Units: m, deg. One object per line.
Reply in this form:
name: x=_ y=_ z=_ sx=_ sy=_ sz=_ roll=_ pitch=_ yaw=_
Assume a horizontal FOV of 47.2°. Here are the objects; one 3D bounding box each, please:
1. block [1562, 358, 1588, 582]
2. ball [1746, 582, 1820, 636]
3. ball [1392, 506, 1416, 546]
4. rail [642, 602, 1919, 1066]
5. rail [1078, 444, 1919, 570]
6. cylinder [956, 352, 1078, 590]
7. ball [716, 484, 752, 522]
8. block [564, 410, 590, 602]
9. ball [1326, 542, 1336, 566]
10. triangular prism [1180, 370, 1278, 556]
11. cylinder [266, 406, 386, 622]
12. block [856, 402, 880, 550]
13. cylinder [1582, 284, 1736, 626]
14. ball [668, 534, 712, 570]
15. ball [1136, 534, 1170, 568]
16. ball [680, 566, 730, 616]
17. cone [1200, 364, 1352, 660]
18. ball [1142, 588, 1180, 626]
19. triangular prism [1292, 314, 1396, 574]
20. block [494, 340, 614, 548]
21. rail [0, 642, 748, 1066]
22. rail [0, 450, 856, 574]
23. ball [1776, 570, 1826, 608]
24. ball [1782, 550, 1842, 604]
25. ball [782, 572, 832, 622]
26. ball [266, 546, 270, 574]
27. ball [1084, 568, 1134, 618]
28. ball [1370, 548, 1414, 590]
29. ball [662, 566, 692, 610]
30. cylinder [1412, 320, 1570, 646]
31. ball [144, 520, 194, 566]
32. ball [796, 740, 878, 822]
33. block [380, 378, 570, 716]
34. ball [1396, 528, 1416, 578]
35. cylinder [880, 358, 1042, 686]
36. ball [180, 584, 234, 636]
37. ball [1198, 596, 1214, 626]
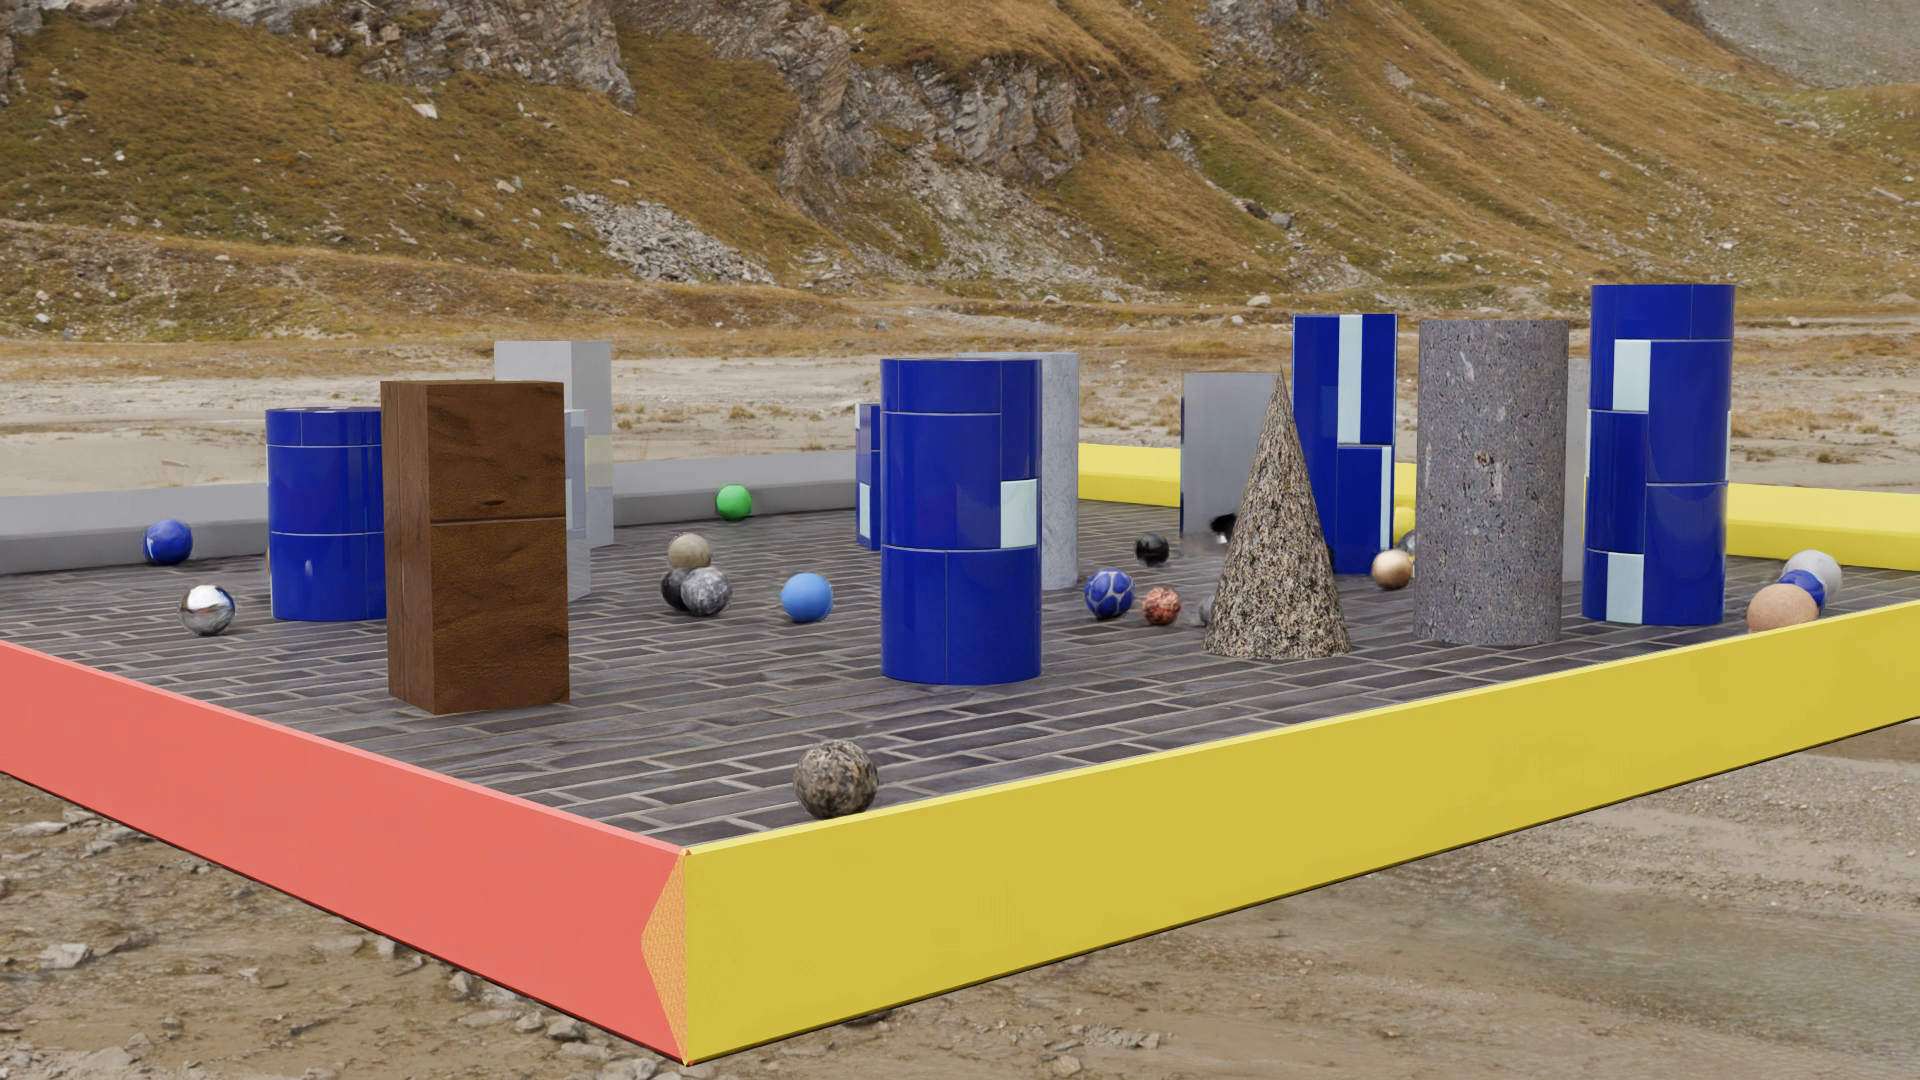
block: x=0.925 y=-0.119 z=3.664 sx=0.159 sy=0.365 sz=0.159 roll=-2 pitch=6 yaw=-23
ball: x=1.078 y=0.101 z=2.881 sx=0.090 sy=0.090 sz=0.090 roll=0 pitch=6 yaw=0
ball: x=0.840 y=-0.026 z=4.178 sx=0.075 sy=0.075 sz=0.075 roll=0 pitch=6 yaw=0
rail: x=0.932 y=0.138 z=2.327 sx=3.019 sy=0.129 sz=0.045 roll=-5 pitch=8 yaw=-42
rail: x=1.092 y=-0.071 z=4.334 sx=0.045 sy=0.129 sz=2.797 roll=-5 pitch=8 yaw=-42
cylinder: x=0.094 y=-0.116 z=3.585 sx=0.199 sy=0.376 sz=0.199 roll=0 pitch=6 yaw=0
ball: x=-0.479 y=-0.079 z=4.666 sx=0.078 sy=0.078 sz=0.078 roll=0 pitch=6 yaw=0
block: x=-0.674 y=-0.053 z=3.397 sx=0.159 sy=0.290 sz=0.159 roll=1 pitch=6 yaw=8
ball: x=0.605 y=0.030 z=3.717 sx=0.059 sy=0.059 sz=0.059 roll=0 pitch=6 yaw=0
triangular prism: x=0.487 y=-0.144 z=4.059 sx=0.172 sy=0.334 sz=0.149 roll=0 pitch=6 yaw=0
cylinder: x=-0.916 y=-0.042 z=3.241 sx=0.199 sy=0.301 sz=0.199 roll=0 pitch=6 yaw=0
block: x=-0.105 y=-0.124 z=4.177 sx=0.159 sy=0.269 sz=0.159 roll=-1 pitch=6 yaw=-13
cylinder: x=1.011 y=-0.127 z=3.187 sx=0.199 sy=0.481 sz=0.199 roll=0 pitch=6 yaw=0
ball: x=-0.453 y=0.026 z=3.691 sx=0.072 sy=0.072 sz=0.072 roll=0 pitch=6 yaw=0
ball: x=0.335 y=0.018 z=3.827 sx=0.059 sy=0.059 sz=0.059 roll=0 pitch=6 yaw=0
ball: x=-0.372 y=0.075 z=3.218 sx=0.072 sy=0.072 sz=0.072 roll=0 pitch=6 yaw=0
cone: x=0.419 y=-0.045 z=2.898 sx=0.199 sy=0.378 sz=0.199 roll=0 pitch=6 yaw=0
ball: x=0.286 y=0.094 z=3.121 sx=0.054 sy=0.054 sz=0.054 roll=0 pitch=6 yaw=0
triangular prism: x=0.668 y=-0.169 z=3.791 sx=0.172 sy=0.439 sz=0.149 roll=2 pitch=6 yaw=16
block: x=-0.764 y=-0.181 z=4.146 sx=0.159 sy=0.389 sz=0.159 roll=2 pitch=6 yaw=18
rail: x=-1.092 y=0.138 z=2.330 sx=0.045 sy=0.129 sz=2.797 roll=-5 pitch=8 yaw=-42
rail: x=-0.932 y=-0.071 z=4.337 sx=3.019 sy=0.129 sz=0.045 roll=-5 pitch=8 yaw=-42
ball: x=1.226 y=0.077 z=3.210 sx=0.069 sy=0.069 sz=0.069 roll=0 pitch=6 yaw=0
ball: x=1.290 y=0.057 z=3.331 sx=0.084 sy=0.084 sz=0.084 roll=0 pitch=6 yaw=0
ball: x=-0.220 y=0.082 z=3.151 sx=0.072 sy=0.072 sz=0.072 roll=0 pitch=6 yaw=0
ball: x=-1.053 y=0.032 z=3.500 sx=0.099 sy=0.099 sz=0.099 roll=0 pitch=6 yaw=0
ball: x=0.216 y=0.078 z=3.192 sx=0.072 sy=0.072 sz=0.072 roll=0 pitch=6 yaw=0
ball: x=0.690 y=0.047 z=3.514 sx=0.067 sy=0.067 sz=0.067 roll=0 pitch=6 yaw=0
ball: x=-0.415 y=0.072 z=3.289 sx=0.064 sy=0.064 sz=0.064 roll=0 pitch=6 yaw=0
cylinder: x=0.726 y=-0.084 z=3.011 sx=0.199 sy=0.432 sz=0.199 roll=0 pitch=6 yaw=0
ball: x=-1.384 y=0.004 z=3.846 sx=0.082 sy=0.082 sz=0.082 roll=0 pitch=6 yaw=0
ball: x=-0.108 y=0.210 z=1.920 sx=0.072 sy=0.072 sz=0.072 roll=0 pitch=6 yaw=0
block: x=-0.556 y=0.001 z=2.519 sx=0.159 sy=0.364 sz=0.159 roll=-4 pitch=7 yaw=-32
ball: x=0.770 y=0.022 z=3.660 sx=0.087 sy=0.087 sz=0.087 roll=0 pitch=6 yaw=0
cylinder: x=0.002 y=-0.029 z=2.700 sx=0.199 sy=0.386 sz=0.199 roll=0 pitch=6 yaw=0
ball: x=-1.035 y=0.096 z=3.023 sx=0.072 sy=0.072 sz=0.072 roll=0 pitch=6 yaw=0
ball: x=0.359 y=0.101 z=3.104 sx=0.044 sy=0.044 sz=0.044 roll=0 pitch=6 yaw=0
